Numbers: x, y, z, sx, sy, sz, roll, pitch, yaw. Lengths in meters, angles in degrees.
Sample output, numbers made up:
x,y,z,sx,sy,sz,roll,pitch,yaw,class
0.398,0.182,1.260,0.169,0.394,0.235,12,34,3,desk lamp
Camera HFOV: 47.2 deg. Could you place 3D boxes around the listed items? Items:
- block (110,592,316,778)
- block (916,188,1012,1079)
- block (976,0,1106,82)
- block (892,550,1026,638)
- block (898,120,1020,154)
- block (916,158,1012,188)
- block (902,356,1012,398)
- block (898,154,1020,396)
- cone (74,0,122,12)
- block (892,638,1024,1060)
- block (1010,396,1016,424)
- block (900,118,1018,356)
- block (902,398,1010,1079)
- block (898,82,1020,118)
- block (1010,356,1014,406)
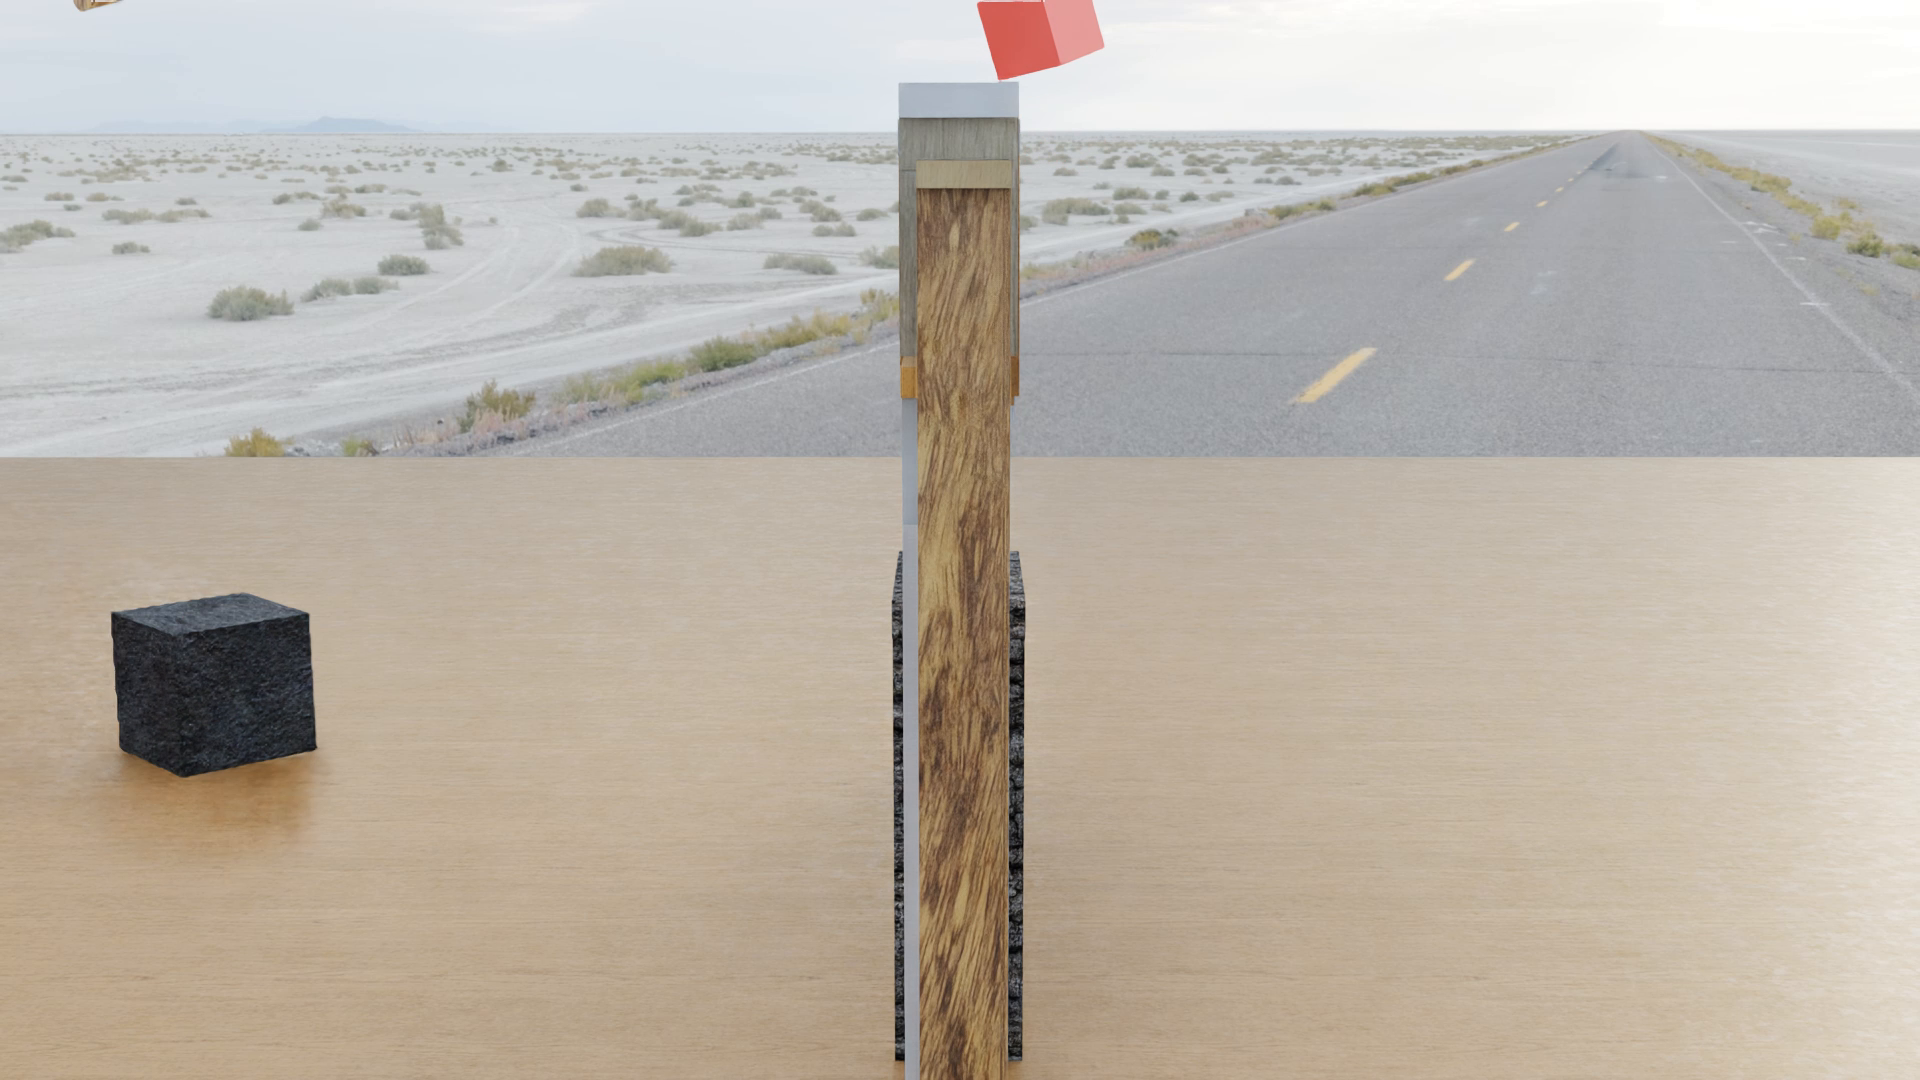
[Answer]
x,y,z,sx,sy,sz,roll,pitch,yaw,class
-1.526,0.290,4.499,0.287,0.287,0.287,-10,14,-43,block
0.005,0.165,2.710,0.111,1.185,0.031,0,11,0,block
0.245,-1.559,6.660,0.242,0.242,0.242,-4,20,41,block
-0.002,0.072,3.032,0.174,0.049,0.348,0,11,0,block
-0.001,-0.597,3.254,0.172,0.049,0.345,0,10,0,block
0.005,-0.446,2.672,0.111,0.031,0.222,0,11,0,block
-0.005,-0.221,2.869,0.137,0.039,0.274,0,11,0,block
0.000,-0.382,3.177,0.172,0.345,0.049,0,10,1,block
-2.251,-1.454,5.828,0.139,0.139,0.139,9,3,40,cone
-0.002,0.413,2.978,0.174,0.601,0.049,0,11,0,block
-0.001,-0.389,3.410,0.172,0.417,0.049,0,10,0,block
-0.001,-0.393,2.852,0.153,0.305,0.043,0,11,0,block
-0.005,0.269,2.867,0.137,0.924,0.039,0,11,0,block
-0.001,-0.582,2.920,0.153,0.043,0.305,0,11,0,block
-0.001,-0.386,3.060,0.153,0.394,0.043,0,11,0,block
